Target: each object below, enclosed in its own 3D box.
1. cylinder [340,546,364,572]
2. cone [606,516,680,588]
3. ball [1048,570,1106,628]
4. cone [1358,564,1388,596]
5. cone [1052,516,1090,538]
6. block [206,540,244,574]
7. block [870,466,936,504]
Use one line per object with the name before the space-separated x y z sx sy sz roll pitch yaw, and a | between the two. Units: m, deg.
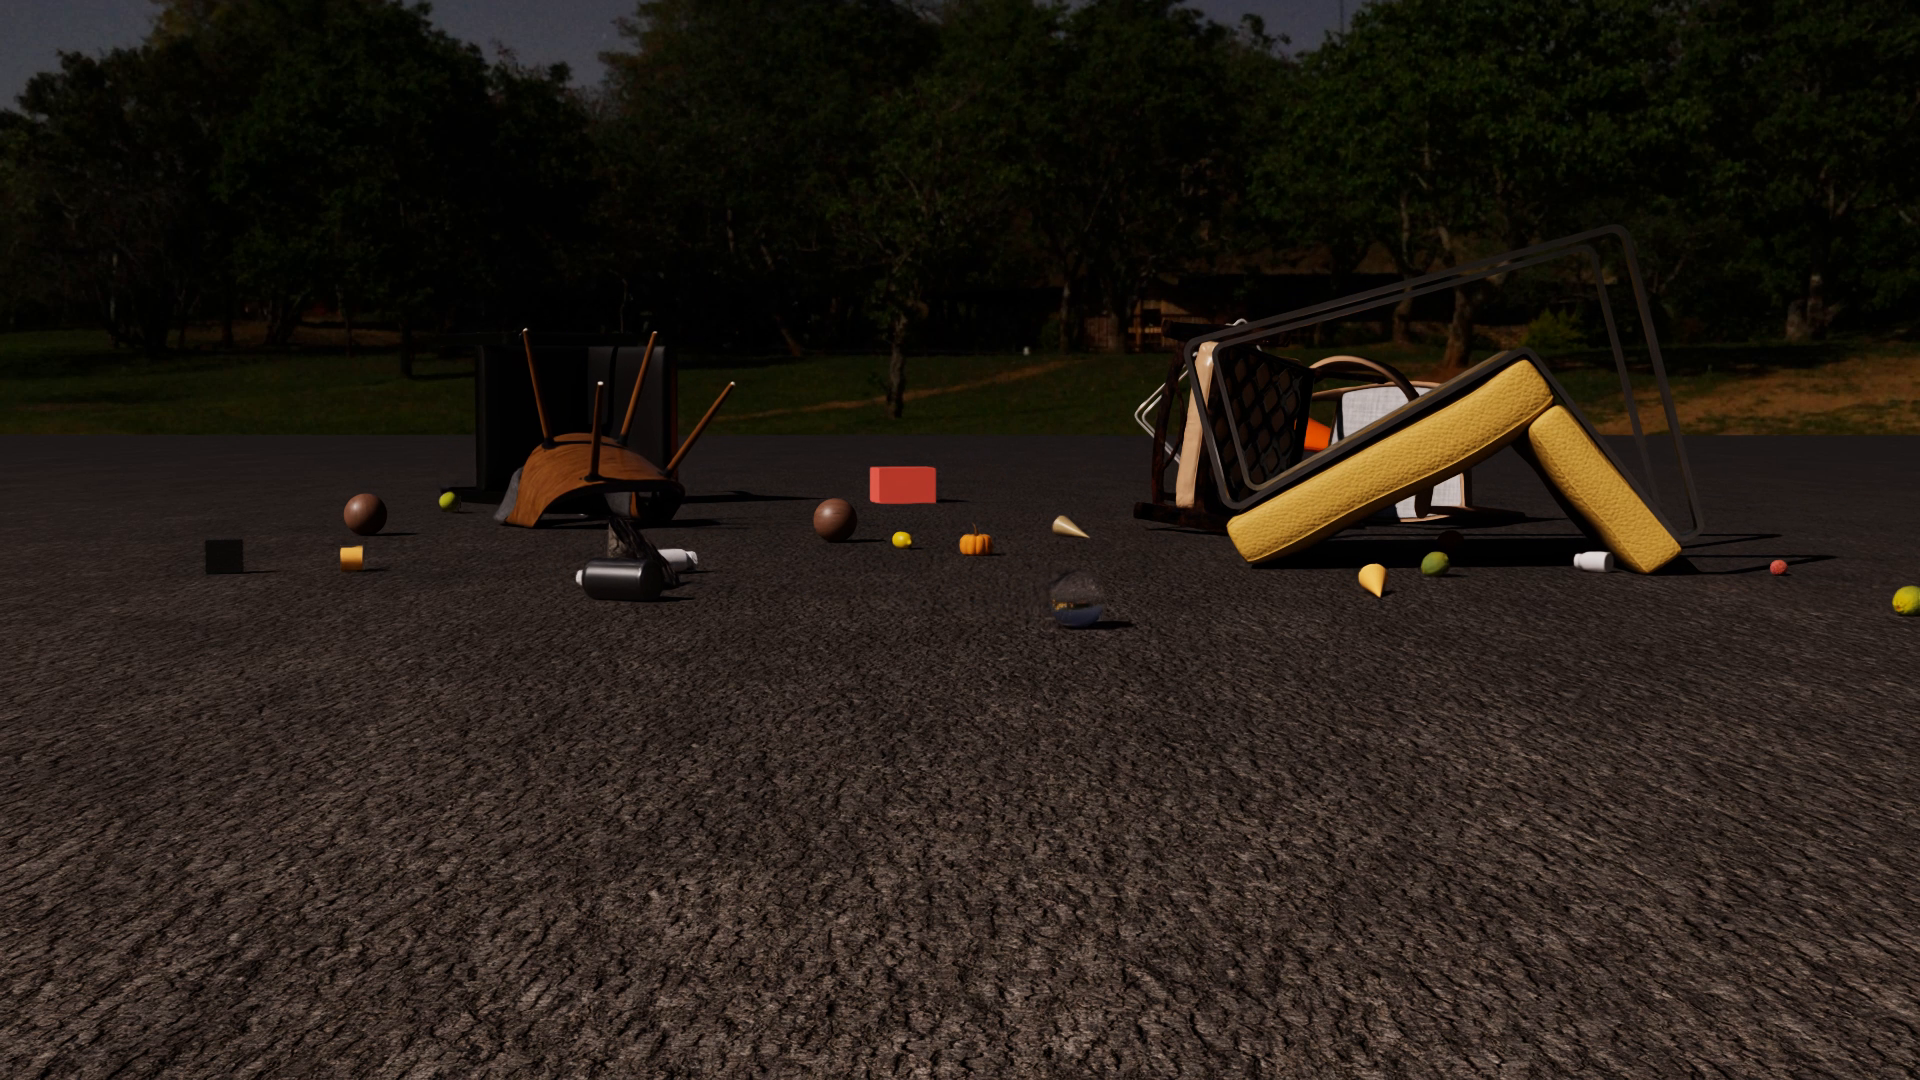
cylinder | -1.494 0.047 5.403 0.050 0.060 0.074 6 -24 -18
cone | -0.757 0.066 4.982 0.232 0.121 0.194 43 8 -33
ball | 0.220 0.111 4.134 0.109 0.109 0.109 0 4 0
cone | 0.910 0.104 4.799 0.067 0.065 0.134 41 16 -9
cone | 0.351 -0.025 6.667 0.129 0.066 0.074 25 -7 44
block | -1.789 0.041 5.351 0.086 0.082 0.032 -1 4 -17
block | -0.227 -0.220 8.745 0.230 0.137 0.169 -1 4 -14
